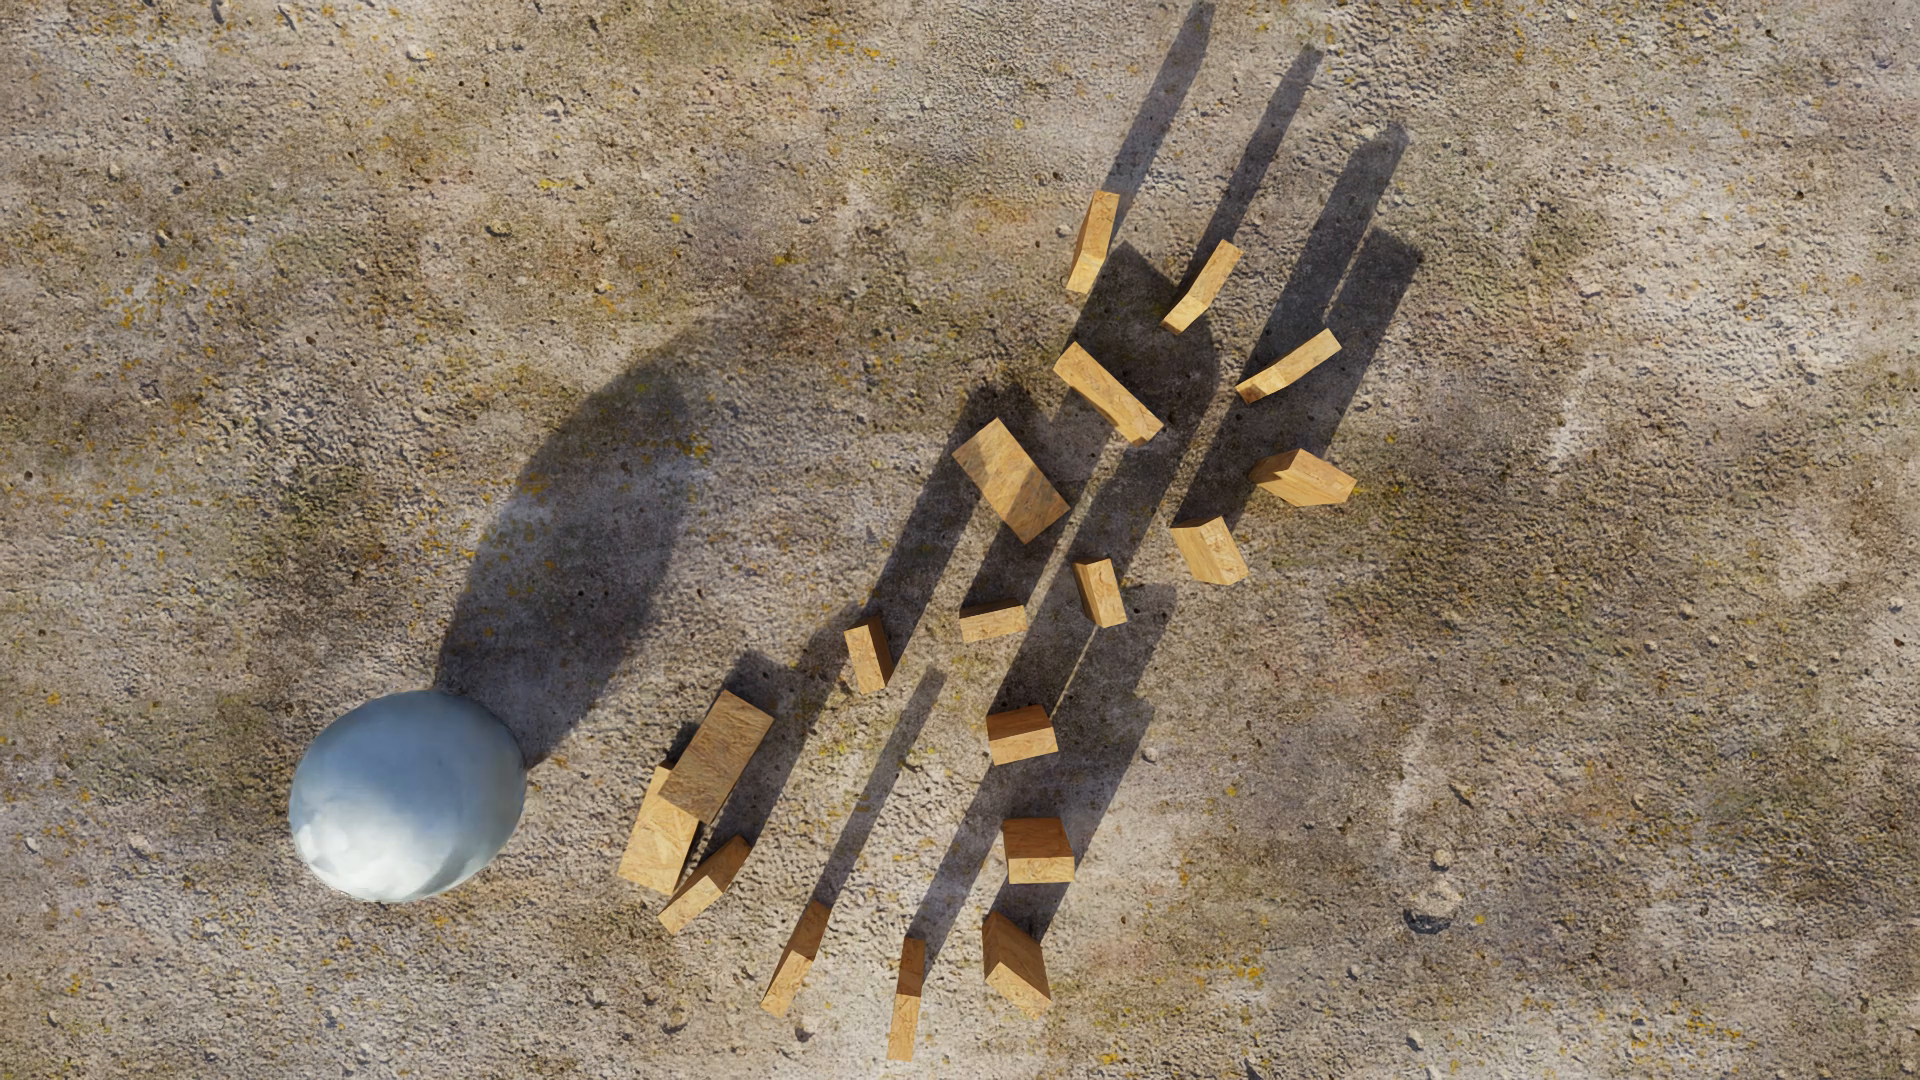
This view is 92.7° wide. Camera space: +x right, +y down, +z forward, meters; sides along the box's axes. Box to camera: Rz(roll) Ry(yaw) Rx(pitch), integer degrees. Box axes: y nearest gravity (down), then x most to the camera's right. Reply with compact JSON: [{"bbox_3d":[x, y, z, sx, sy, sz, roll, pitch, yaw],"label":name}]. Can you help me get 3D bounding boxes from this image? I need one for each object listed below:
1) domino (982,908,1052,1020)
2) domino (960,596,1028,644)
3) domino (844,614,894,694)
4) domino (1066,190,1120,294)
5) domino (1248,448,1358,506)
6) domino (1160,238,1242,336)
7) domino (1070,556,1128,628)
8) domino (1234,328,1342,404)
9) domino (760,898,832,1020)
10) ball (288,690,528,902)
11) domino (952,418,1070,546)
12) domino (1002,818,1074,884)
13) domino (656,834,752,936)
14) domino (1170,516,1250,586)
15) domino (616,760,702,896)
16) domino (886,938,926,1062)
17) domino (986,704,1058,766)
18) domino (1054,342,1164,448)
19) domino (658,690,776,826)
[{"bbox_3d":[0.022,0.172,0.375,0.025,0.050,0.010,38,90,0],"label":"domino"},{"bbox_3d":[0.013,0.032,0.375,0.025,0.050,0.010,-12,90,0],"label":"domino"},{"bbox_3d":[-0.036,0.046,0.375,0.009,0.050,0.025,-16,90,0],"label":"domino"},{"bbox_3d":[0.054,-0.121,0.375,0.009,0.050,0.025,13,90,0],"label":"domino"},{"bbox_3d":[0.139,-0.025,0.375,0.025,0.050,0.009,30,90,0],"label":"domino"},{"bbox_3d":[0.098,-0.102,0.375,0.010,0.050,0.025,33,90,0],"label":"domino"},{"bbox_3d":[0.056,0.020,0.375,0.010,0.050,0.025,-15,90,0],"label":"domino"},{"bbox_3d":[0.133,-0.070,0.375,0.025,0.050,0.009,-35,90,0],"label":"domino"},{"bbox_3d":[-0.066,0.170,0.375,0.009,0.050,0.025,30,90,0],"label":"domino"},{"bbox_3d":[-0.214,0.099,0.360,0.080,0.080,0.080,0,90,0],"label":"ball"},{"bbox_3d":[0.022,-0.025,0.395,0.025,0.009,0.050,-39,90,0],"label":"domino"},{"bbox_3d":[0.031,0.126,0.375,0.025,0.050,0.009,-2,90,0],"label":"domino"},{"bbox_3d":[-0.103,0.140,0.375,0.025,0.050,0.010,-40,90,0],"label":"domino"},{"bbox_3d":[0.101,0.004,0.375,0.009,0.050,0.025,-26,90,0],"label":"domino"},{"bbox_3d":[-0.126,0.124,0.395,0.025,0.010,0.050,20,90,0],"label":"domino"},{"bbox_3d":[-0.021,0.186,0.375,0.010,0.050,0.025,9,90,0],"label":"domino"},{"bbox_3d":[0.024,0.079,0.375,0.025,0.050,0.009,-13,90,0],"label":"domino"},{"bbox_3d":[0.062,-0.061,0.388,0.050,0.025,0.010,43,90,0],"label":"domino"},{"bbox_3d":[-0.103,0.092,0.389,0.025,0.009,0.050,31,75,0],"label":"domino"}]
